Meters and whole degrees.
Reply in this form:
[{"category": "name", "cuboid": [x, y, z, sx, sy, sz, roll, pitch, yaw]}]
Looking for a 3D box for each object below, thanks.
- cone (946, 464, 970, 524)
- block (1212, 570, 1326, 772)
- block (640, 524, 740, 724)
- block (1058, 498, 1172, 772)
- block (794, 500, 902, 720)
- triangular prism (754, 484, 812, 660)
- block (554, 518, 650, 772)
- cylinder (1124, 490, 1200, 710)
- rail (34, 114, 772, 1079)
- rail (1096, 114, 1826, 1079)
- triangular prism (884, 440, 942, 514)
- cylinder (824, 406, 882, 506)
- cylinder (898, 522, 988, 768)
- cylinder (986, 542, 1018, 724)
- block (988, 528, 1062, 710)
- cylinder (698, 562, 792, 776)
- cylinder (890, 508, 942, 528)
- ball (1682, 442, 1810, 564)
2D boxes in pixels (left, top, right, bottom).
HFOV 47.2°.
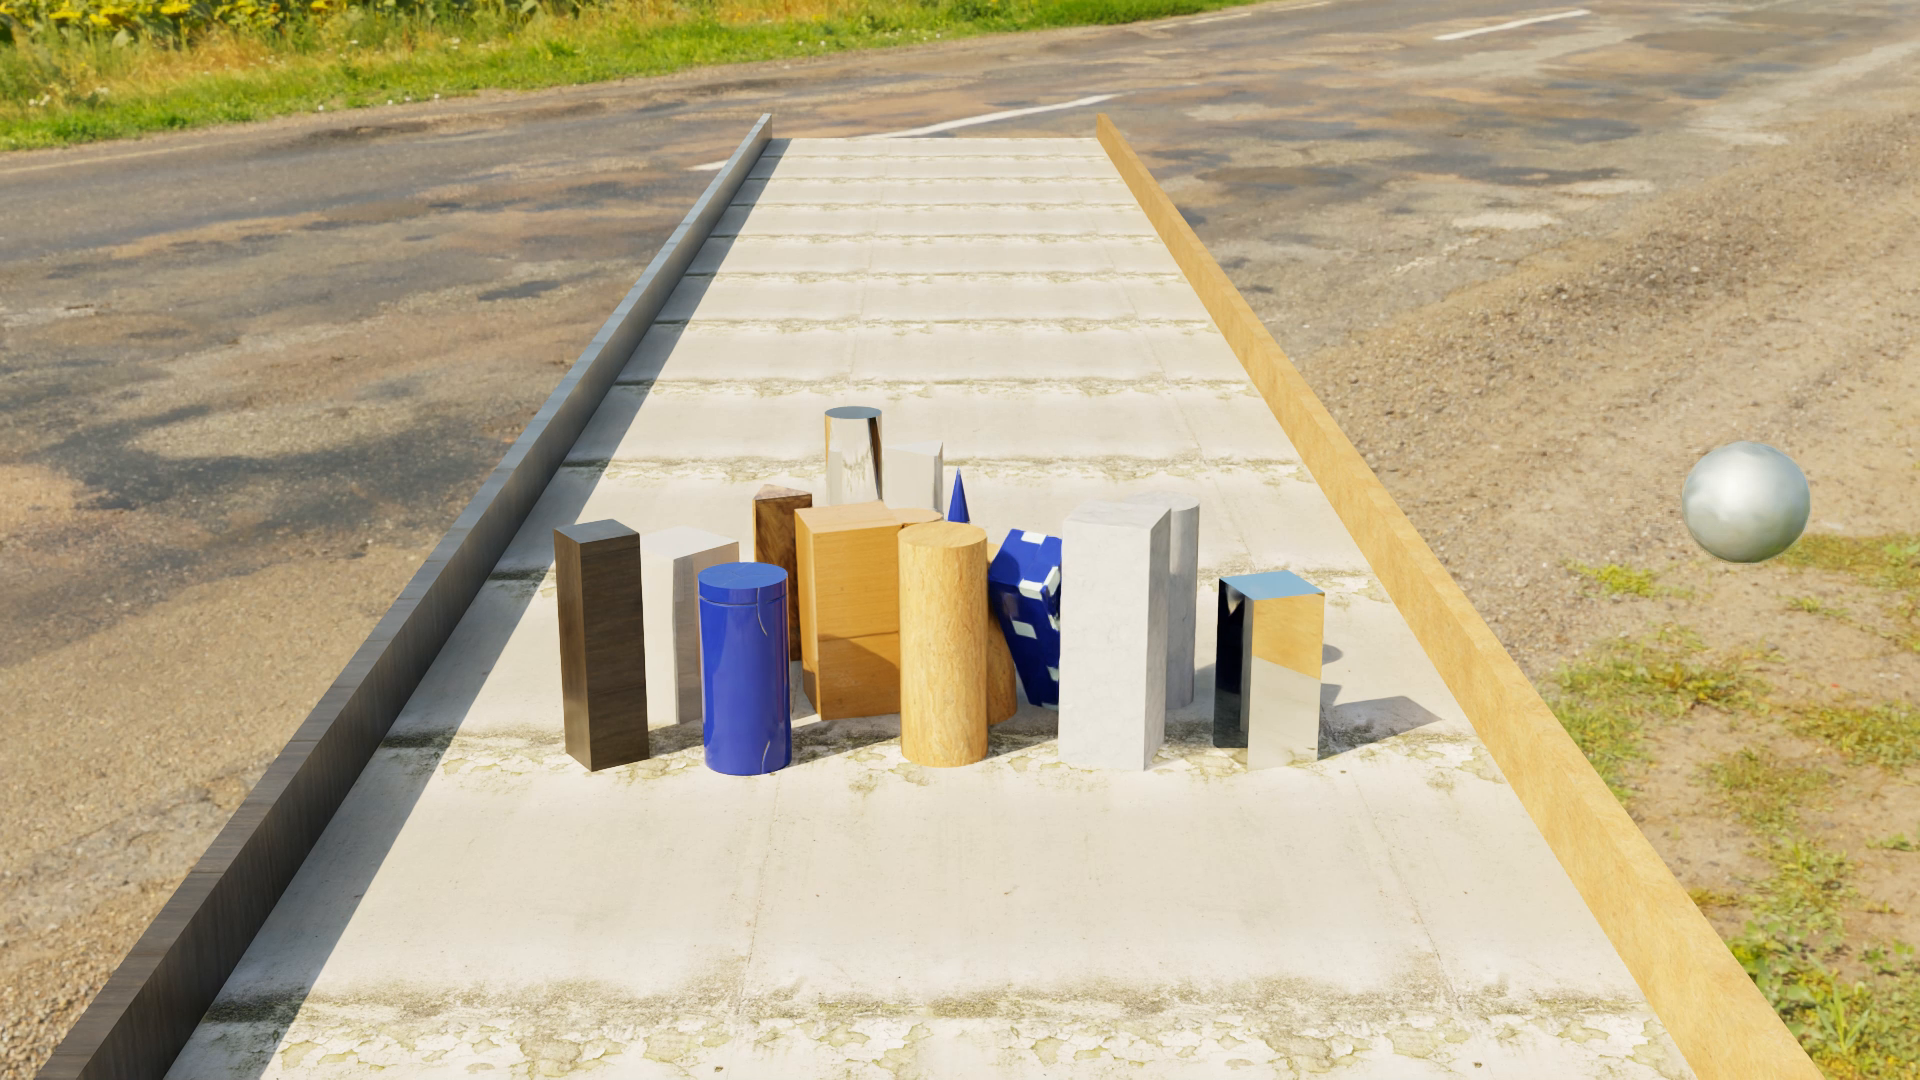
[{"category": "cone", "cuboid": [-0.003, 0.036, 4.415, 0.155, 0.394, 0.155, 0, 17, 0]}, {"category": "block", "cuboid": [0.546, 0.230, 3.898, 0.137, 0.316, 0.137, -6, 18, -19]}, {"category": "block", "cuboid": [-0.523, 0.157, 4.136, 0.159, 0.321, 0.159, 15, 22, 41]}, {"category": "block", "cuboid": [0.274, 0.167, 3.889, 0.155, 0.443, 0.155, 6, 17, 18]}, {"category": "block", "cuboid": [-0.204, 0.131, 4.139, 0.168, 0.364, 0.168, -6, 18, -14]}, {"category": "triangular prism", "cuboid": [-0.367, 0.065, 4.405, 0.121, 0.343, 0.105, -7, 18, -22]}, {"category": "block", "cuboid": [-0.630, 0.185, 3.871, 0.112, 0.419, 0.112, -11, 20, -32]}, {"category": "cylinder", "cuboid": [0.376, 0.114, 4.158, 0.143, 0.390, 0.143, 0, 17, 0]}, {"category": "rail", "cuboid": [-1.118, -0.838, 7.780, 0.050, 0.150, 12.000, 0, 17, -1]}, {"category": "rail", "cuboid": [0.932, -0.844, 7.801, 0.050, 0.150, 12.000, 0, 17, -1]}, {"category": "triangular prism", "cuboid": [-0.075, -0.061, 4.893, 0.141, 0.307, 0.122, 11, 20, 33]}, {"category": "cylinder", "cuboid": [-0.220, -0.047, 4.595, 0.119, 0.450, 0.119, 0, 17, 0]}, {"category": "cylinder", "cuboid": [-0.029, 0.184, 3.891, 0.157, 0.406, 0.157, -1, 17, 0]}, {"category": "cylinder", "cuboid": [0.024, 0.174, 4.081, 0.148, 0.310, 0.148, -4, 18, 1]}, {"category": "block", "cuboid": [0.165, 0.155, 4.030, 0.121, 0.377, 0.121, 12, 55, 27]}, {"category": "cylinder", "cuboid": [-0.377, 0.226, 3.866, 0.156, 0.343, 0.156, 0, 17, 0]}, {"category": "cylinder", "cuboid": [-0.099, 0.106, 4.304, 0.125, 0.317, 0.125, 1, 14, 0]}, {"category": "ball", "cuboid": [1.210, -0.058, 3.387, 0.188, 0.188, 0.188, 0, 17, 0]}]
